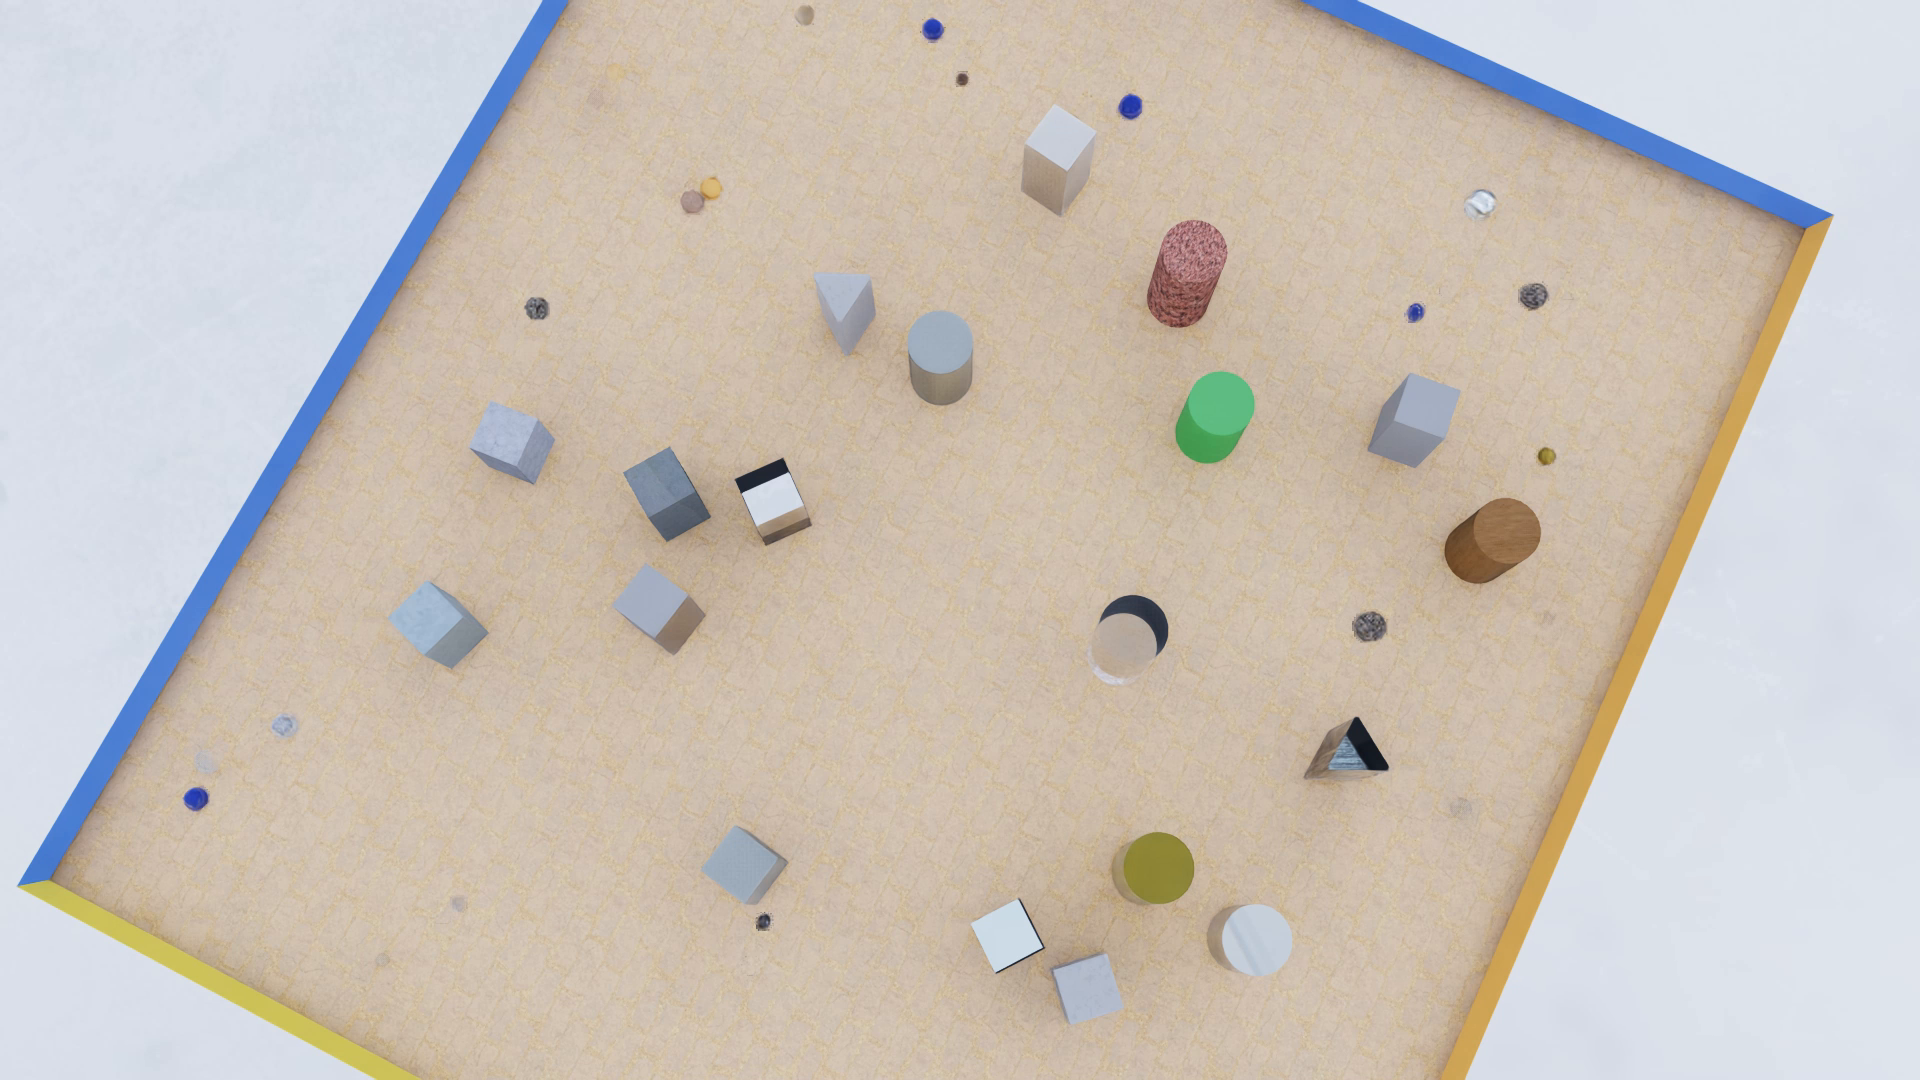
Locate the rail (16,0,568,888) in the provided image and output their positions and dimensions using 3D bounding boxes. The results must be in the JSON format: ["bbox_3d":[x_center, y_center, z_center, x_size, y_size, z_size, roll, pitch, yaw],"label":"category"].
[{"bbox_3d":[-1.744,-0.847,5.726,0.045,0.126,4.269,26,80,5],"label":"rail"}]

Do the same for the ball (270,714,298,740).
[{"bbox_3d":[-2.014,0.555,5.462,0.077,0.077,0.077,0,78,0],"label":"ball"}]

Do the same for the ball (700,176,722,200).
[{"bbox_3d":[-0.790,-1.115,5.812,0.074,0.074,0.074,0,78,0],"label":"ball"}]

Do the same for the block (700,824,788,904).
[{"bbox_3d":[-0.614,0.935,5.258,0.156,0.323,0.156,36,81,7],"label":"block"}]

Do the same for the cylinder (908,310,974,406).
[{"bbox_3d":[-0.058,-0.548,5.555,0.194,0.342,0.194,0,78,0],"label":"cylinder"}]

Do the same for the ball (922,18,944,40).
[{"bbox_3d":[-0.087,-1.650,5.922,0.071,0.071,0.071,0,78,0],"label":"ball"}]

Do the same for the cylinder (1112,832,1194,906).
[{"bbox_3d":[0.545,0.939,5.215,0.194,0.406,0.194,0,78,0],"label":"cylinder"}]

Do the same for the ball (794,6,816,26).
[{"bbox_3d":[-0.502,-1.698,5.934,0.066,0.066,0.066,0,78,0],"label":"ball"}]

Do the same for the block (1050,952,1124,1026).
[{"bbox_3d":[0.358,1.275,5.219,0.156,0.262,0.156,-17,79,-3],"label":"block"}]

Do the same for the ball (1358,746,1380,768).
[{"bbox_3d":[1.213,0.645,5.443,0.064,0.064,0.064,0,78,0],"label":"ball"}]

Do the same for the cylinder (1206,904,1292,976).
[{"bbox_3d":[0.821,1.137,5.217,0.194,0.323,0.194,0,78,0],"label":"cylinder"}]

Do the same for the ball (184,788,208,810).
[{"bbox_3d":[-2.261,0.766,5.423,0.069,0.069,0.069,0,78,0],"label":"ball"}]

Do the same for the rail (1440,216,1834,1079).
[{"bbox_3d":[1.744,0.861,5.373,0.045,0.126,4.269,26,80,5],"label":"rail"}]

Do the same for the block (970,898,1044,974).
[{"bbox_3d":[0.134,1.134,5.256,0.156,0.246,0.156,-27,80,-5],"label":"block"}]

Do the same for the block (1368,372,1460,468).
[{"bbox_3d":[1.361,-0.356,5.509,0.156,0.355,0.156,20,79,4],"label":"block"}]

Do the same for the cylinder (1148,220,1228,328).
[{"bbox_3d":[0.686,-0.804,5.570,0.194,0.416,0.194,0,78,0],"label":"cylinder"}]

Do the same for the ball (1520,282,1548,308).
[{"bbox_3d":[1.796,-0.764,5.733,0.082,0.082,0.082,0,78,0],"label":"ball"}]

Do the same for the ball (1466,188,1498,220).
[{"bbox_3d":[1.646,-1.061,5.786,0.097,0.097,0.097,0,78,0],"label":"ball"}]

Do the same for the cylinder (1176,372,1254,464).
[{"bbox_3d":[0.765,-0.365,5.520,0.194,0.337,0.194,0,78,0],"label":"cylinder"}]

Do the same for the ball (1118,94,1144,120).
[{"bbox_3d":[0.547,-1.387,5.864,0.078,0.078,0.078,0,78,0],"label":"ball"}]

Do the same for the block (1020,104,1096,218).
[{"bbox_3d":[0.302,-1.169,5.670,0.156,0.369,0.156,35,80,7],"label":"block"}]

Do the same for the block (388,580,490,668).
[{"bbox_3d":[-1.537,0.253,5.413,0.156,0.296,0.156,44,82,8],"label":"block"}]

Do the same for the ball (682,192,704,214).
[{"bbox_3d":[-0.848,-1.069,5.800,0.069,0.069,0.069,0,78,0],"label":"ball"}]

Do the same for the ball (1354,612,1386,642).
[{"bbox_3d":[1.236,0.262,5.515,0.093,0.093,0.093,0,78,0],"label":"ball"}]

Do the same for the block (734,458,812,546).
[{"bbox_3d":[-0.556,-0.111,5.492,0.156,0.288,0.156,-24,79,-5],"label":"block"}]

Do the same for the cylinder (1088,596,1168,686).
[{"bbox_3d":[0.481,0.296,5.312,0.194,0.476,0.194,0,78,0],"label":"cylinder"}]

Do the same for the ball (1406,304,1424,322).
[{"bbox_3d":[1.426,-0.712,5.736,0.055,0.055,0.055,0,78,0],"label":"ball"}]

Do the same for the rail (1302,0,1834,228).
[{"bbox_3d":[0.944,-1.842,5.932,3.948,0.126,0.045,26,80,5],"label":"rail"}]

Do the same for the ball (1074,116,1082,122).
[{"bbox_3d":[0.352,-1.311,5.844,0.085,0.085,0.085,0,78,0],"label":"ball"}]

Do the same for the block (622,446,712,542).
[{"bbox_3d":[-0.870,-0.133,5.467,0.156,0.347,0.156,-30,80,-6],"label":"block"}]

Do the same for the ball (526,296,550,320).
[{"bbox_3d":[-1.322,-0.724,5.729,0.073,0.073,0.073,0,78,0],"label":"ball"}]

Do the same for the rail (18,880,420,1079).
[{"bbox_3d":[-0.944,1.856,5.167,3.948,0.126,0.045,26,80,5],"label":"rail"}]

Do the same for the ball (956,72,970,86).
[{"bbox_3d":[0.009,-1.484,5.902,0.043,0.043,0.043,0,78,0],"label":"ball"}]

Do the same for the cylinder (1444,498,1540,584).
[{"bbox_3d":[1.580,0.006,5.450,0.194,0.324,0.194,0,78,0],"label":"cylinder"}]

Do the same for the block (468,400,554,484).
[{"bbox_3d":[-1.356,-0.293,5.556,0.156,0.238,0.156,21,79,4],"label":"block"}]

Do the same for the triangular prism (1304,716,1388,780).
[{"bbox_3d":[1.111,0.604,5.300,0.168,0.375,0.146,0,78,0],"label":"triangular prism"}]

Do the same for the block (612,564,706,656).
[{"bbox_3d":[-0.880,0.208,5.387,0.156,0.365,0.156,36,81,7],"label":"block"}]

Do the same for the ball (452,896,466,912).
[{"bbox_3d":[-1.469,1.068,5.375,0.041,0.041,0.041,0,78,0],"label":"ball"}]

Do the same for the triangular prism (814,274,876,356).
[{"bbox_3d":[-0.372,-0.717,5.590,0.146,0.343,0.168,32,80,6],"label":"triangular prism"}]

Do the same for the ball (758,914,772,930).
[{"bbox_3d":[-0.571,1.116,5.363,0.045,0.045,0.045,0,78,0],"label":"ball"}]

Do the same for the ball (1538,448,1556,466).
[{"bbox_3d":[1.806,-0.257,5.642,0.055,0.055,0.055,0,78,0],"label":"ball"}]
